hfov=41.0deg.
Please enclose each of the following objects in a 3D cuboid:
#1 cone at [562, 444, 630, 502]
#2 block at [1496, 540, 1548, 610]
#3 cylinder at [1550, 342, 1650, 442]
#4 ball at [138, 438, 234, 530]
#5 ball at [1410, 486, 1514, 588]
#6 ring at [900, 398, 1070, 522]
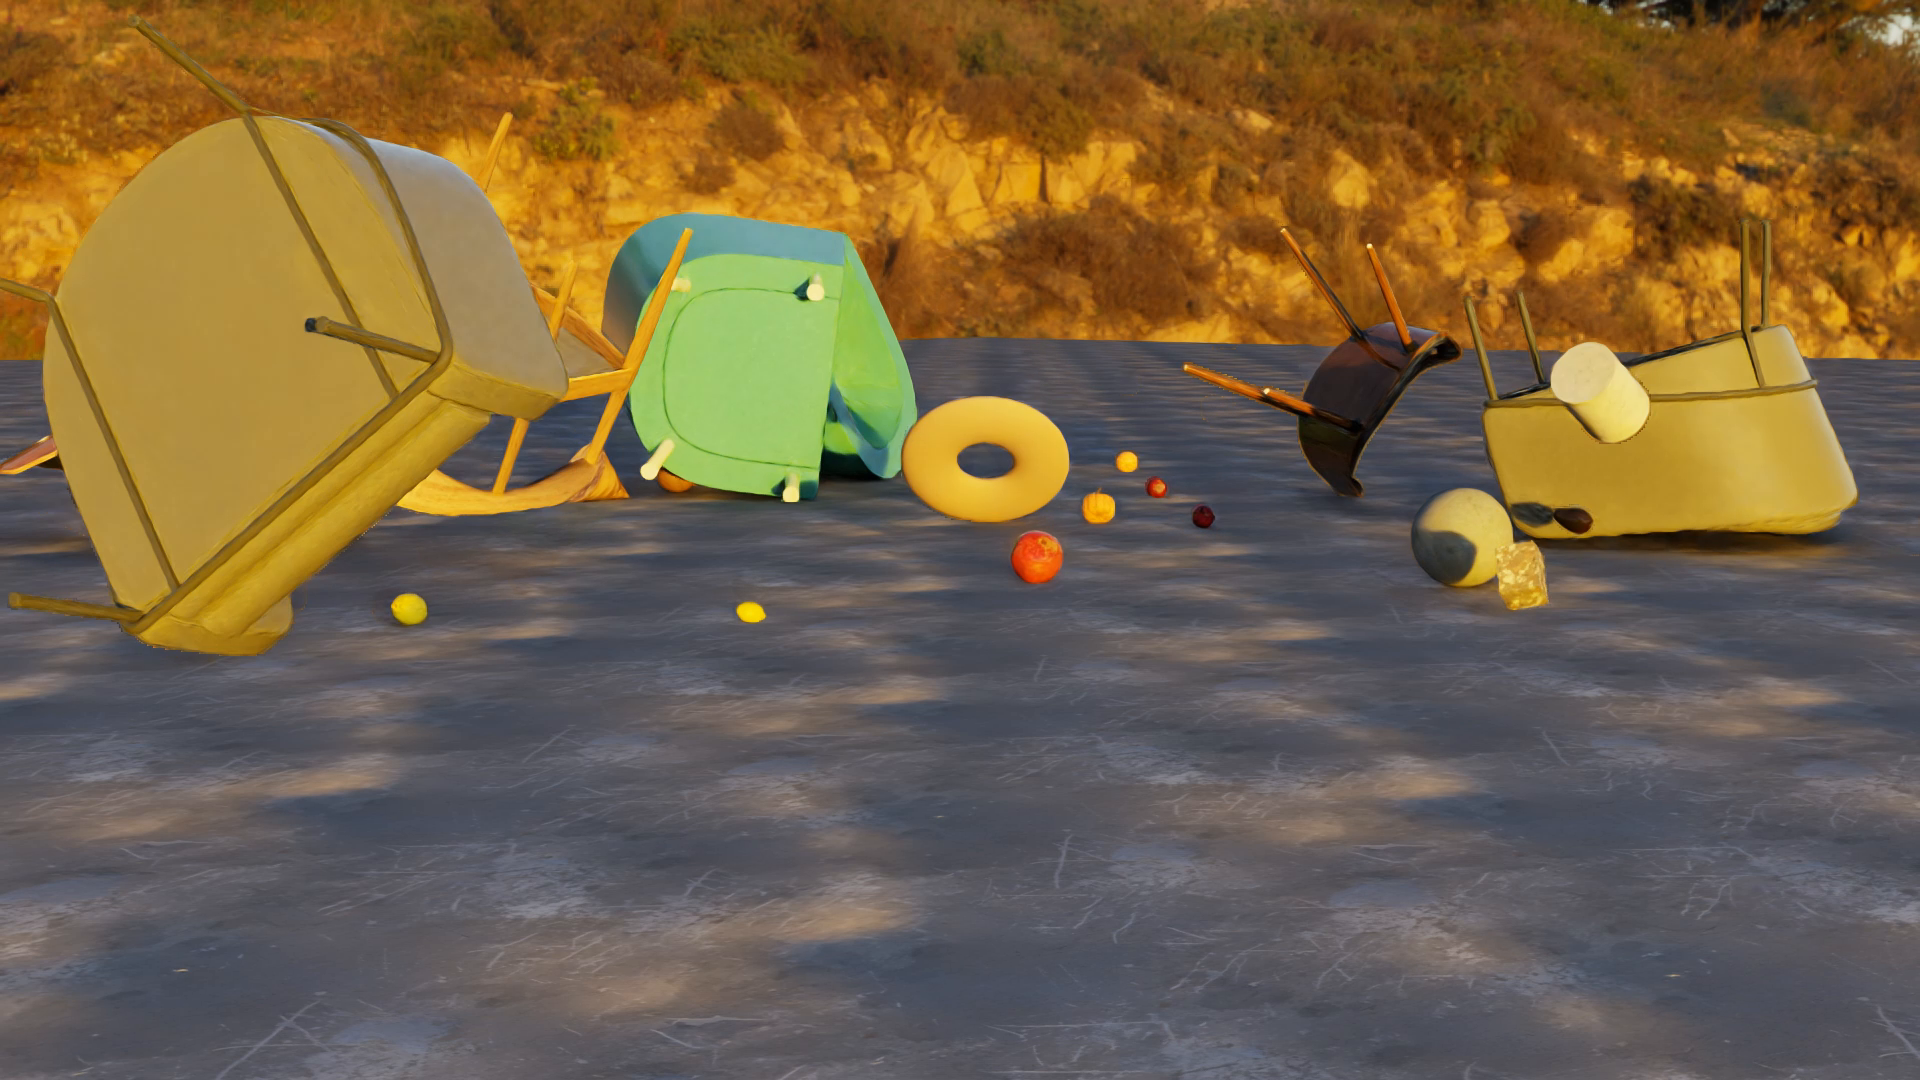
[{"bbox_3d":[-1.042,-0.161,7.568,0.184,0.186,0.192,31,24,-40],"label":"cone"},{"bbox_3d":[1.103,0.070,5.039,0.076,0.100,0.081,-12,-31,22],"label":"block"},{"bbox_3d":[1.265,-0.291,5.070,0.136,0.136,0.166,-31,-42,22],"label":"cylinder"},{"bbox_3d":[-2.006,-0.144,6.646,0.239,0.239,0.239,0,6,0],"label":"ball"},{"bbox_3d":[1.062,-0.006,5.431,0.213,0.213,0.213,0,6,0],"label":"ball"},{"bbox_3d":[0.065,-0.206,6.689,0.441,0.071,0.514,5,-36,-2],"label":"ring"}]
